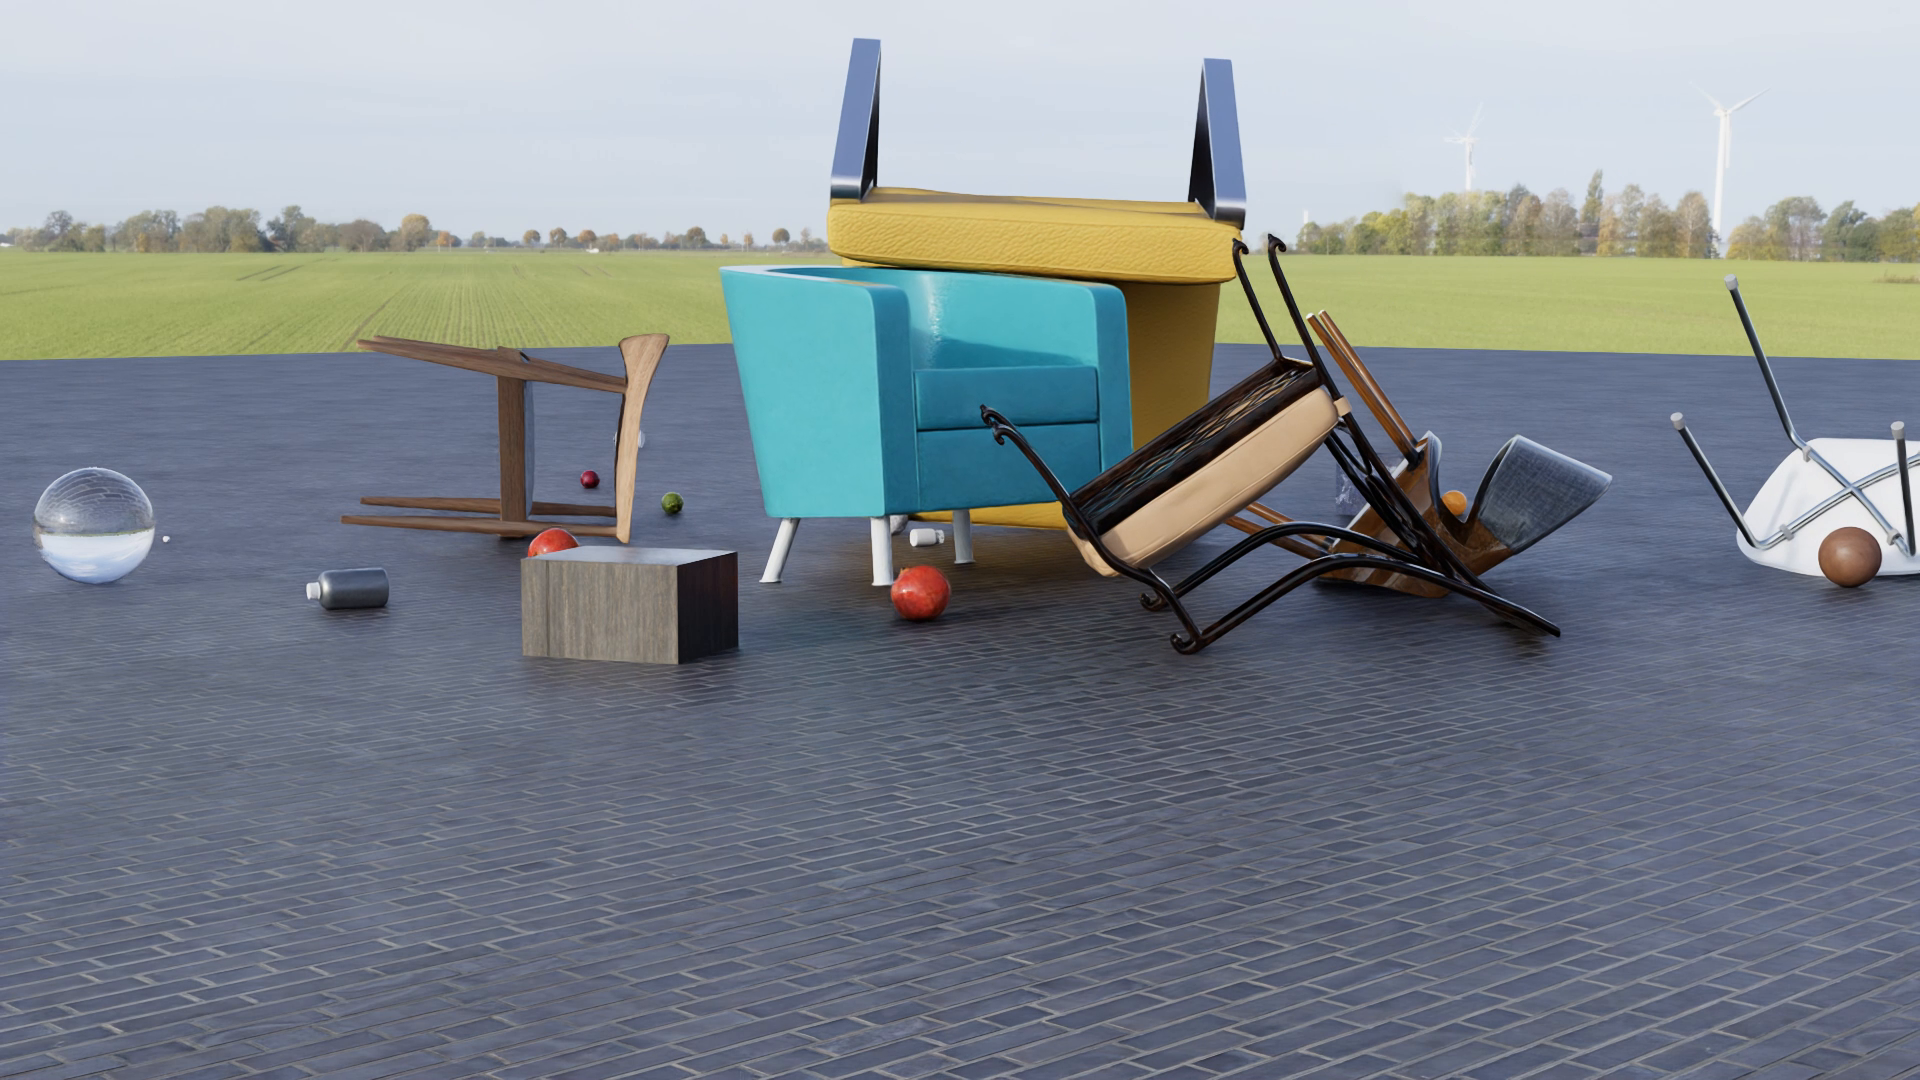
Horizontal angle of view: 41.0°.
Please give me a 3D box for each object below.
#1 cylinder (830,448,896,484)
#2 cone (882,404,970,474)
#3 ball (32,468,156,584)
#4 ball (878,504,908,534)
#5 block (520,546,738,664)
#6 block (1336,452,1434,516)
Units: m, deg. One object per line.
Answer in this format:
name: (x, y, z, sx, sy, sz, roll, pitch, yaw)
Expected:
cylinder: (-0.310, -0.234, 8.153, 0.187, 0.103, 0.108, -11, 0, 31)
cone: (-0.138, -0.283, 8.588, 0.314, 0.273, 0.219, -8, 35, 21)
ball: (-1.850, -0.030, 5.481, 0.250, 0.250, 0.250, 0, 6, 0)
ball: (-0.171, -0.054, 6.550, 0.080, 0.080, 0.080, 0, 6, 0)
block: (-0.578, 0.111, 4.513, 0.301, 0.169, 0.238, 2, 6, 20)
block: (1.182, -0.156, 7.137, 0.239, 0.161, 0.173, 2, 6, 20)
